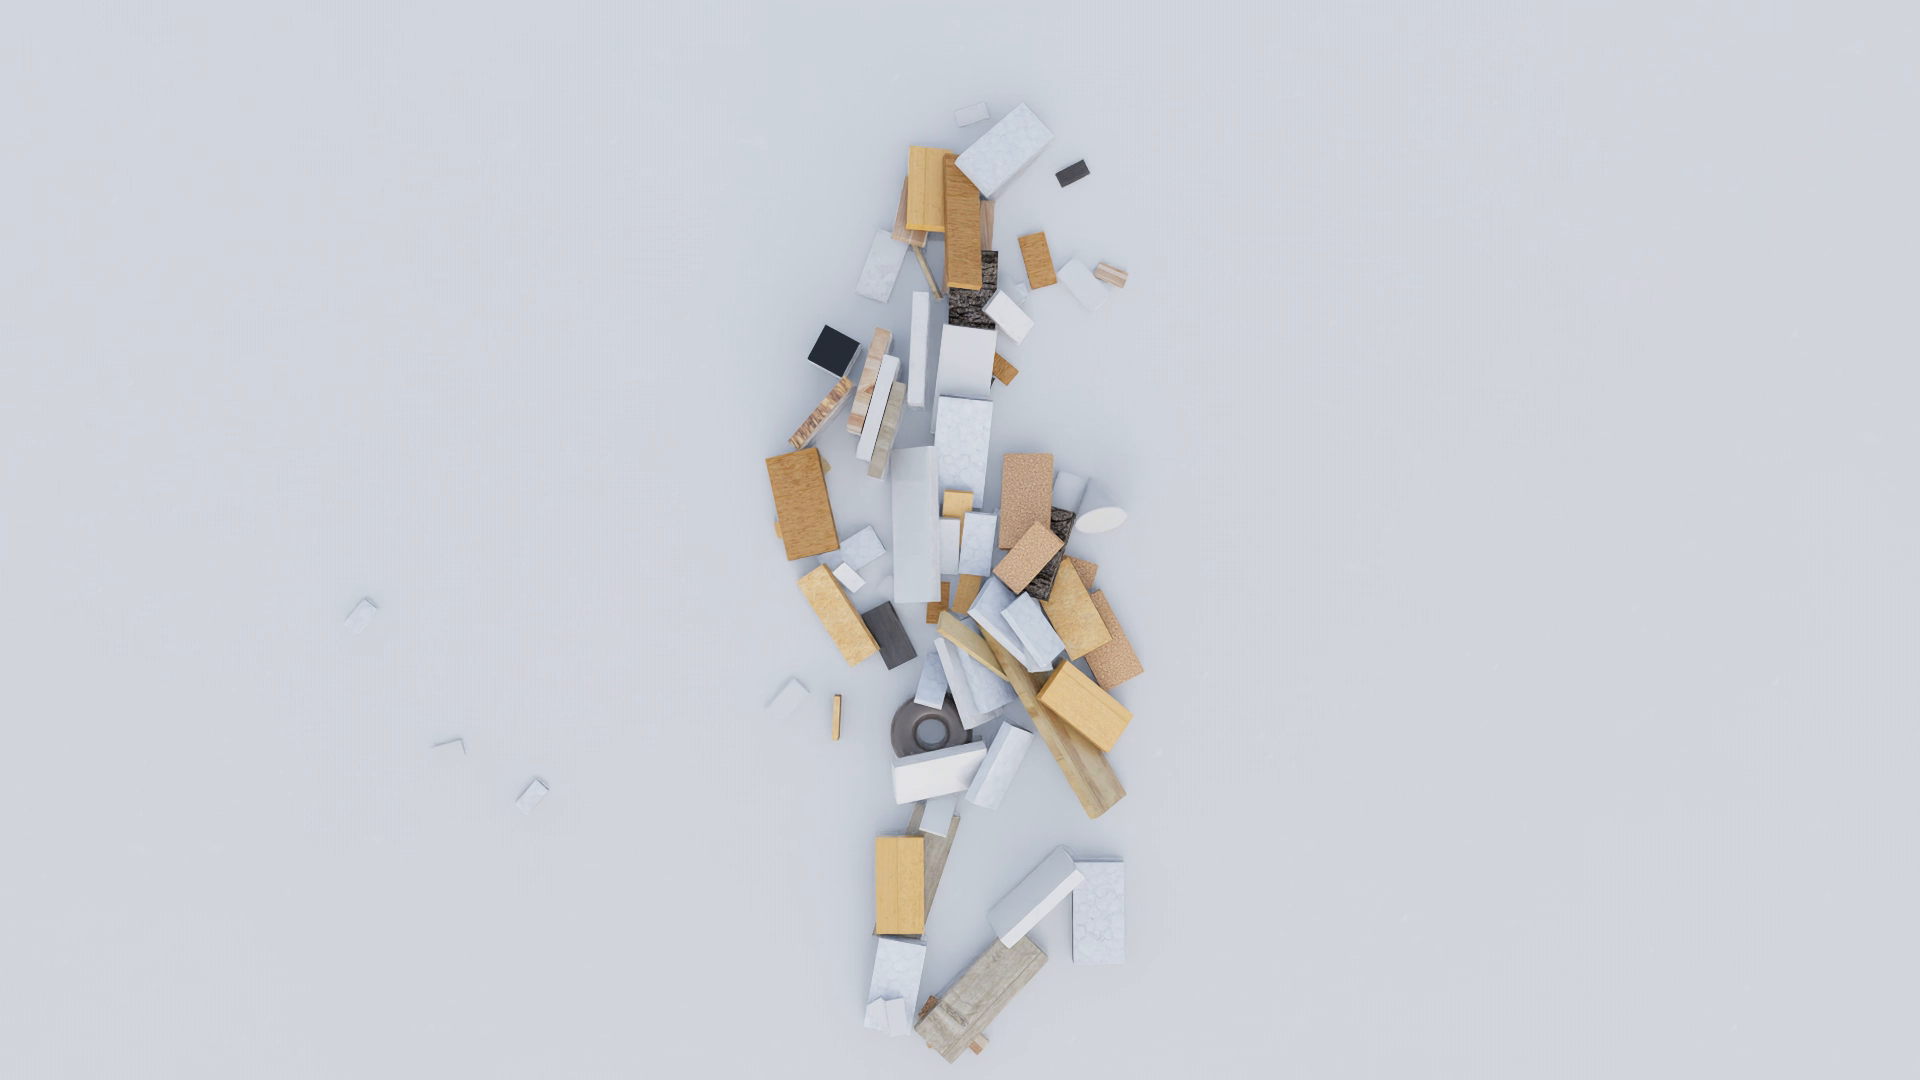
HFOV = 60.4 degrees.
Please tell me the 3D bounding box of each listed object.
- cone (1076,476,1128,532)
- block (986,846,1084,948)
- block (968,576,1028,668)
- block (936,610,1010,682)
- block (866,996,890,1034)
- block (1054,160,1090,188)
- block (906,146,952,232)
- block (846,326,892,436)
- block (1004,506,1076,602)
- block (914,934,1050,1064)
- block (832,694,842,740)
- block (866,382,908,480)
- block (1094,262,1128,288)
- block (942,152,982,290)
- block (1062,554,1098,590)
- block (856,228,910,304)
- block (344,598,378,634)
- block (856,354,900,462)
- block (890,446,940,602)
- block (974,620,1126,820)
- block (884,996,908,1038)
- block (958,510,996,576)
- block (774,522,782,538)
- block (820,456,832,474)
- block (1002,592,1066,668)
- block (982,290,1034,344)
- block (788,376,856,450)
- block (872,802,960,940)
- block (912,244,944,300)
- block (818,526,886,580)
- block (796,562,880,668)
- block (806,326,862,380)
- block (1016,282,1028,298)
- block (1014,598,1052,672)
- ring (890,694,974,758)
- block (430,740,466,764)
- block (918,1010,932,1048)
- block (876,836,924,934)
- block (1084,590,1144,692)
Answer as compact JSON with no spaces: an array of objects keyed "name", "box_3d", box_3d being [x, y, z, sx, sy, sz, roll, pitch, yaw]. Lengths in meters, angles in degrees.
[{"name":"cone","box_3d":[0.451,-0.140,5.461,0.173,0.173,0.173,-11,63,0]},{"name":"block","box_3d":[0.247,1.171,5.413,0.337,0.168,0.048,-43,111,0]},{"name":"block","box_3d":[0.175,0.278,5.403,0.303,0.043,0.152,43,52,-13]},{"name":"block","box_3d":[0.053,0.347,5.372,0.334,0.020,0.072,38,46,-29]},{"name":"block","box_3d":[-0.251,1.567,5.439,0.059,0.017,0.119,-33,97,6]},{"name":"block","box_3d":[0.375,-1.219,5.493,0.105,0.015,0.053,-27,90,0]},{"name":"block","box_3d":[-0.102,-1.156,5.432,0.141,0.040,0.283,4,74,-8]},{"name":"block","box_3d":[-0.296,-0.517,5.414,0.049,0.173,0.346,16,90,0]},{"name":"block","box_3d":[0.262,0.036,5.429,0.152,0.043,0.303,16,83,20]},{"name":"block","box_3d":[0.071,1.498,5.456,0.168,0.048,0.471,44,86,-2]},{"name":"block","box_3d":[-0.409,0.588,5.464,0.020,0.072,0.144,3,90,0]},{"name":"block","box_3d":[-0.236,-0.357,5.421,0.045,0.159,0.318,16,90,0]},{"name":"block","box_3d":[0.503,-0.882,5.493,0.105,0.015,0.053,23,90,0]},{"name":"block","box_3d":[0.007,-1.039,5.374,0.112,0.032,0.469,4,71,-18]},{"name":"block","box_3d":[0.369,0.098,5.488,0.168,0.024,0.084,18,90,0]},{"name":"block","box_3d":[-0.257,-0.910,5.484,0.112,0.032,0.223,20,90,0]},{"name":"block","box_3d":[-1.995,0.254,5.492,0.054,0.015,0.108,40,90,0]},{"name":"block","box_3d":[-0.268,-0.428,5.414,0.049,0.173,0.346,16,90,0]},{"name":"block","box_3d":[-0.146,-0.049,5.423,0.159,0.045,0.507,-4,87,37]},{"name":"block","box_3d":[0.294,0.542,5.434,0.153,0.043,0.782,-30,90,-40]},{"name":"block","box_3d":[-0.208,1.567,5.422,0.059,0.017,0.119,-9,91,-12]},{"name":"block","box_3d":[0.058,0.012,5.438,0.103,0.029,0.207,7,105,0]},{"name":"block","box_3d":[-0.561,-0.043,5.492,0.108,0.015,0.054,-14,90,0]},{"name":"block","box_3d":[-0.483,-0.226,5.492,0.108,0.015,0.054,-39,90,0]},{"name":"block","box_3d":[0.239,0.291,5.364,0.113,0.032,0.226,-40,96,-40]},{"name":"block","box_3d":[0.159,-0.737,5.439,0.175,0.025,0.088,40,83,-32]},{"name":"block","box_3d":[-0.452,-0.415,5.429,0.040,0.141,0.283,41,90,0]},{"name":"block","box_3d":[-0.145,1.114,5.478,0.157,0.044,0.457,19,90,0]},{"name":"block","box_3d":[-0.130,-0.942,5.475,0.014,0.048,0.309,-24,90,15]},{"name":"block","box_3d":[-0.360,0.048,5.485,0.207,0.029,0.104,-31,90,0]},{"name":"block","box_3d":[-0.403,0.249,5.467,0.113,0.032,0.339,-33,90,18]},{"name":"block","box_3d":[-0.412,-0.616,5.436,0.128,0.128,0.128,28,90,0]},{"name":"block","box_3d":[0.176,-0.817,5.493,0.095,0.014,0.048,-22,90,0]},{"name":"block","box_3d":[0.239,0.309,5.393,0.084,0.024,0.246,1,71,-36]},{"name":"ring","box_3d":[-0.094,0.639,5.454,0.276,0.092,0.276,0,92,-3]},{"name":"block","box_3d":[-1.706,0.706,5.492,0.108,0.015,0.054,-17,90,0]},{"name":"block","box_3d":[-0.093,1.622,5.475,0.059,0.017,0.118,-15,90,0]},{"name":"block","box_3d":[-0.198,1.135,5.433,0.157,0.044,0.314,-1,90,0]},{"name":"block","box_3d":[0.472,0.335,5.478,0.153,0.043,0.307,-28,90,0]}]
